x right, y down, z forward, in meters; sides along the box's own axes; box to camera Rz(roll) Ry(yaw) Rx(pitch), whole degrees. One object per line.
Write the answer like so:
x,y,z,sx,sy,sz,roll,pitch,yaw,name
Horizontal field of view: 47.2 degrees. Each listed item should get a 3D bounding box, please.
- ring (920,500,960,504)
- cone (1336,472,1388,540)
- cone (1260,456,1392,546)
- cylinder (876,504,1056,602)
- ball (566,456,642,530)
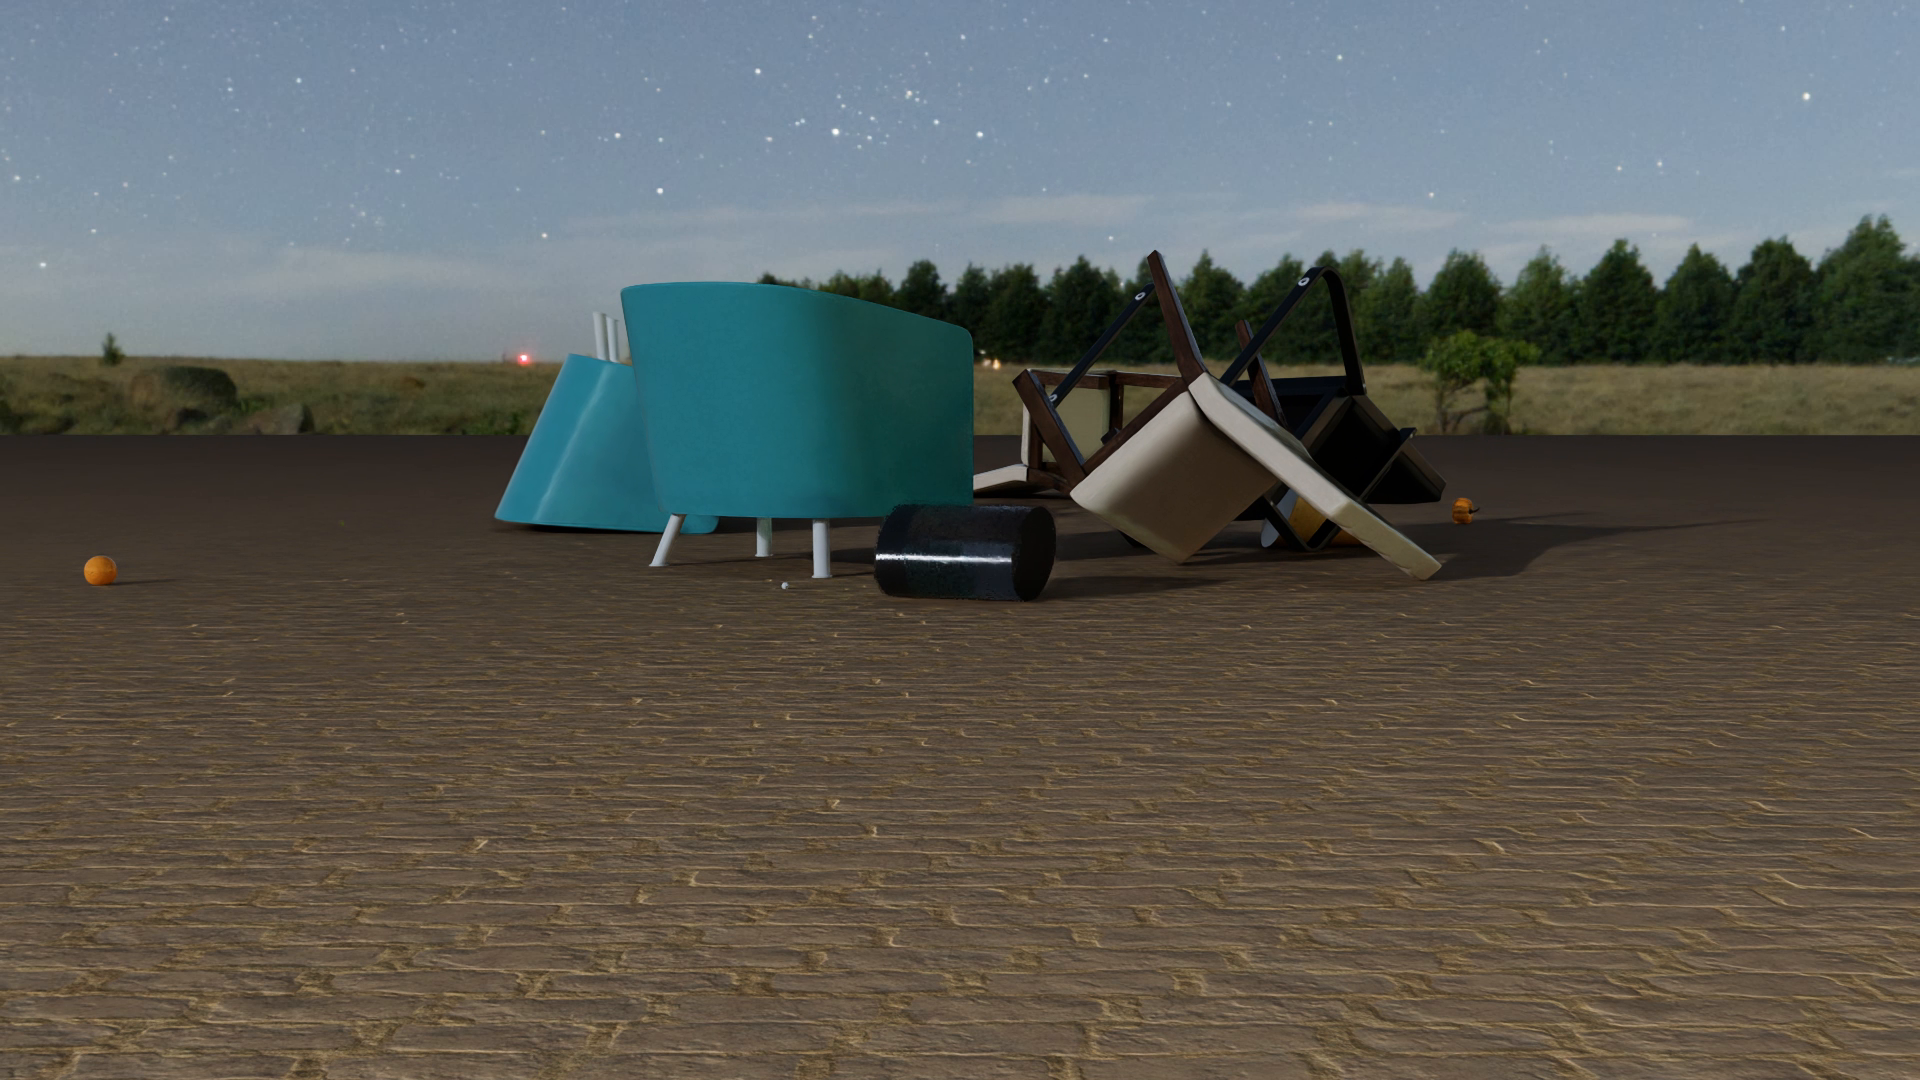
-0.078,-0.114,7.837,0.105,0.051,0.220,5,7,40,ring
1.149,-0.103,6.520,0.239,0.209,0.280,0,4,5,cone
1.076,-0.045,6.262,0.348,0.276,0.320,22,6,-6,cone
0.015,0.025,4.737,0.308,0.191,0.289,2,18,21,cylinder
-1.133,-0.150,7.005,0.236,0.236,0.236,0,4,0,ball
